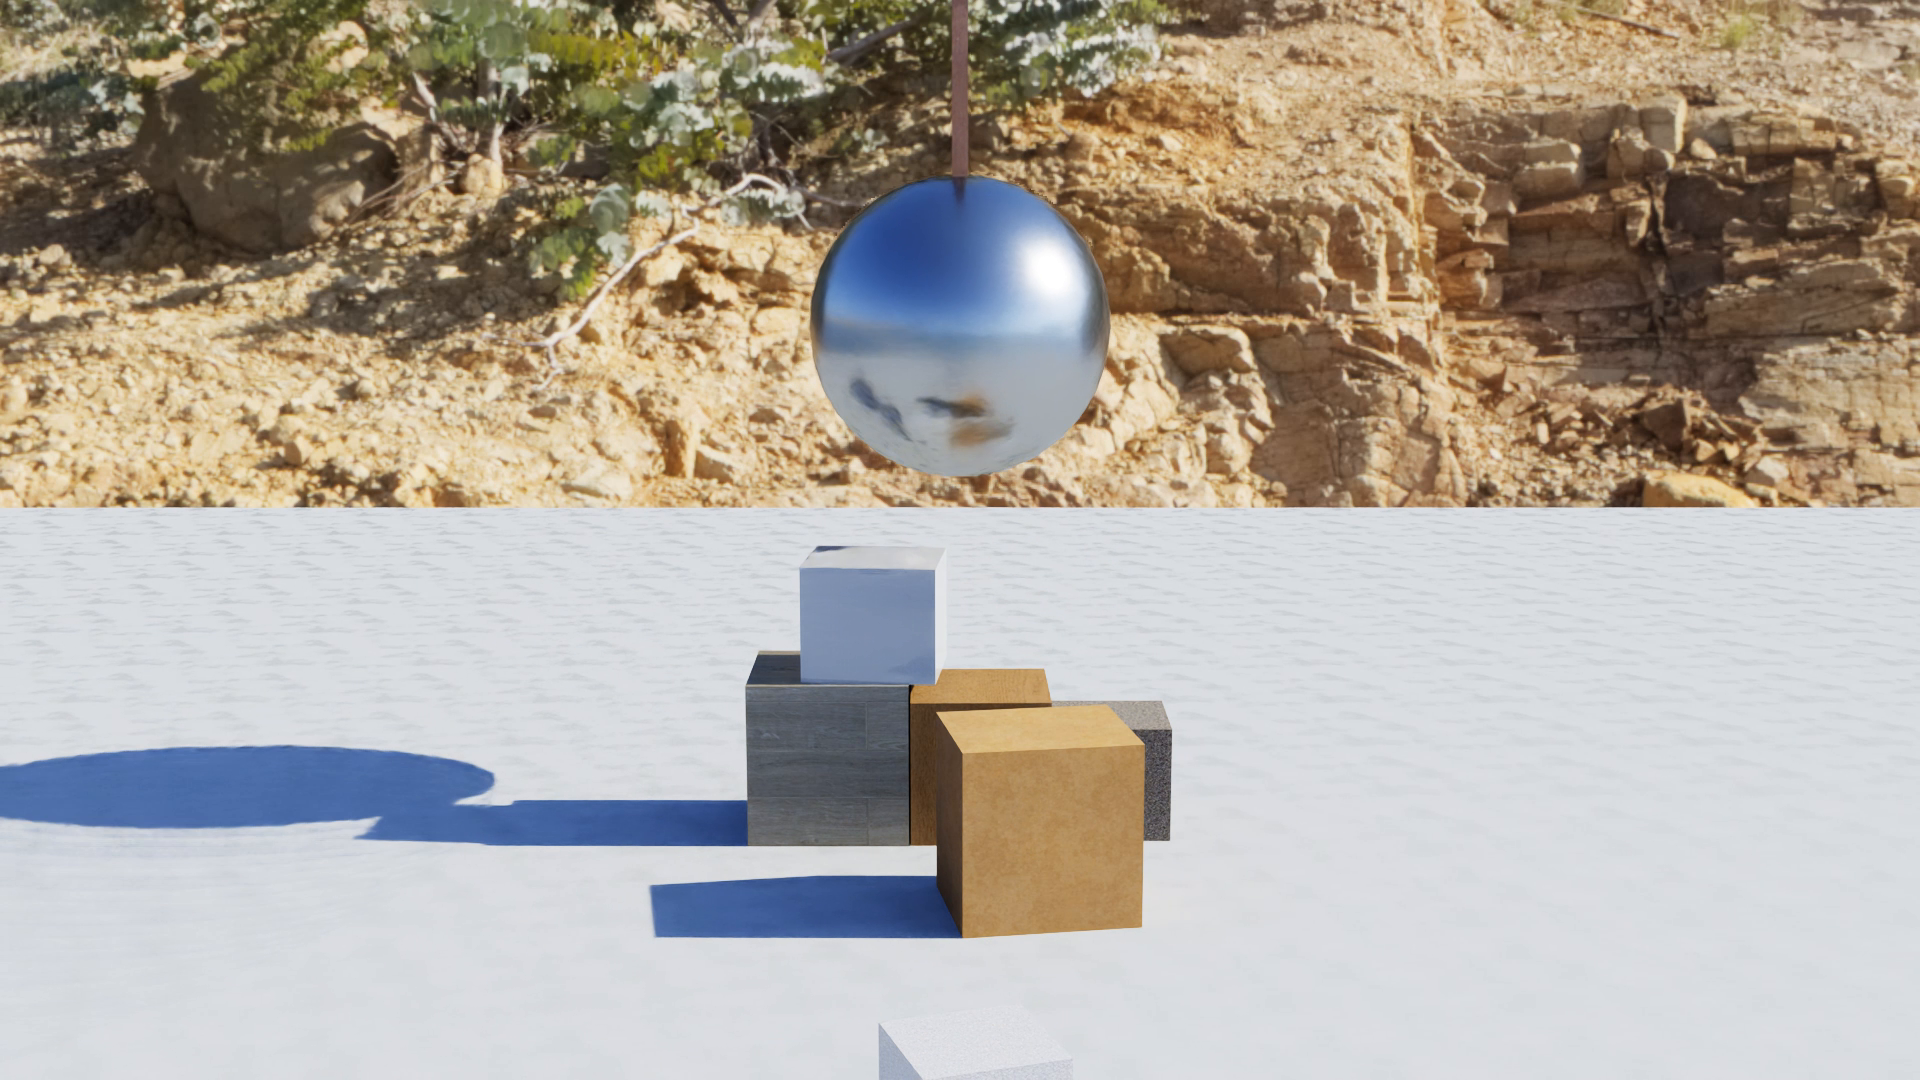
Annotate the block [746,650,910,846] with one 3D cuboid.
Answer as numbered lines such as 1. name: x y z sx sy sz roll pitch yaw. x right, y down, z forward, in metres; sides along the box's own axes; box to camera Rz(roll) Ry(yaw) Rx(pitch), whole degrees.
1. block: -0.663 1.066 11.386 0.811 0.830 0.783 0 10 0

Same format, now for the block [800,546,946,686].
1. block: -0.434 0.376 11.224 0.677 0.586 0.603 1 10 5

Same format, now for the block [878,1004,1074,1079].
1. block: 0.046 1.937 7.405 0.516 0.538 0.497 -4 11 -19

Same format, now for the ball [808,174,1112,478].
1. ball: 0.000 -1.132 11.663 1.600 1.600 1.600 0 10 0

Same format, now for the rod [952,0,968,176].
1. rod: 0.000 -4.387 10.681 0.080 5.200 0.080 0 17 0

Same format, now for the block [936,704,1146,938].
1. block: 0.356 1.280 10.137 0.824 0.854 0.716 -2 10 -10

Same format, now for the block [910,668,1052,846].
1. block: 0.100 1.112 11.381 0.706 0.740 0.725 0 10 -1

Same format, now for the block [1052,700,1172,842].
1. block: 0.768 1.189 11.392 0.597 0.586 0.580 0 10 0
